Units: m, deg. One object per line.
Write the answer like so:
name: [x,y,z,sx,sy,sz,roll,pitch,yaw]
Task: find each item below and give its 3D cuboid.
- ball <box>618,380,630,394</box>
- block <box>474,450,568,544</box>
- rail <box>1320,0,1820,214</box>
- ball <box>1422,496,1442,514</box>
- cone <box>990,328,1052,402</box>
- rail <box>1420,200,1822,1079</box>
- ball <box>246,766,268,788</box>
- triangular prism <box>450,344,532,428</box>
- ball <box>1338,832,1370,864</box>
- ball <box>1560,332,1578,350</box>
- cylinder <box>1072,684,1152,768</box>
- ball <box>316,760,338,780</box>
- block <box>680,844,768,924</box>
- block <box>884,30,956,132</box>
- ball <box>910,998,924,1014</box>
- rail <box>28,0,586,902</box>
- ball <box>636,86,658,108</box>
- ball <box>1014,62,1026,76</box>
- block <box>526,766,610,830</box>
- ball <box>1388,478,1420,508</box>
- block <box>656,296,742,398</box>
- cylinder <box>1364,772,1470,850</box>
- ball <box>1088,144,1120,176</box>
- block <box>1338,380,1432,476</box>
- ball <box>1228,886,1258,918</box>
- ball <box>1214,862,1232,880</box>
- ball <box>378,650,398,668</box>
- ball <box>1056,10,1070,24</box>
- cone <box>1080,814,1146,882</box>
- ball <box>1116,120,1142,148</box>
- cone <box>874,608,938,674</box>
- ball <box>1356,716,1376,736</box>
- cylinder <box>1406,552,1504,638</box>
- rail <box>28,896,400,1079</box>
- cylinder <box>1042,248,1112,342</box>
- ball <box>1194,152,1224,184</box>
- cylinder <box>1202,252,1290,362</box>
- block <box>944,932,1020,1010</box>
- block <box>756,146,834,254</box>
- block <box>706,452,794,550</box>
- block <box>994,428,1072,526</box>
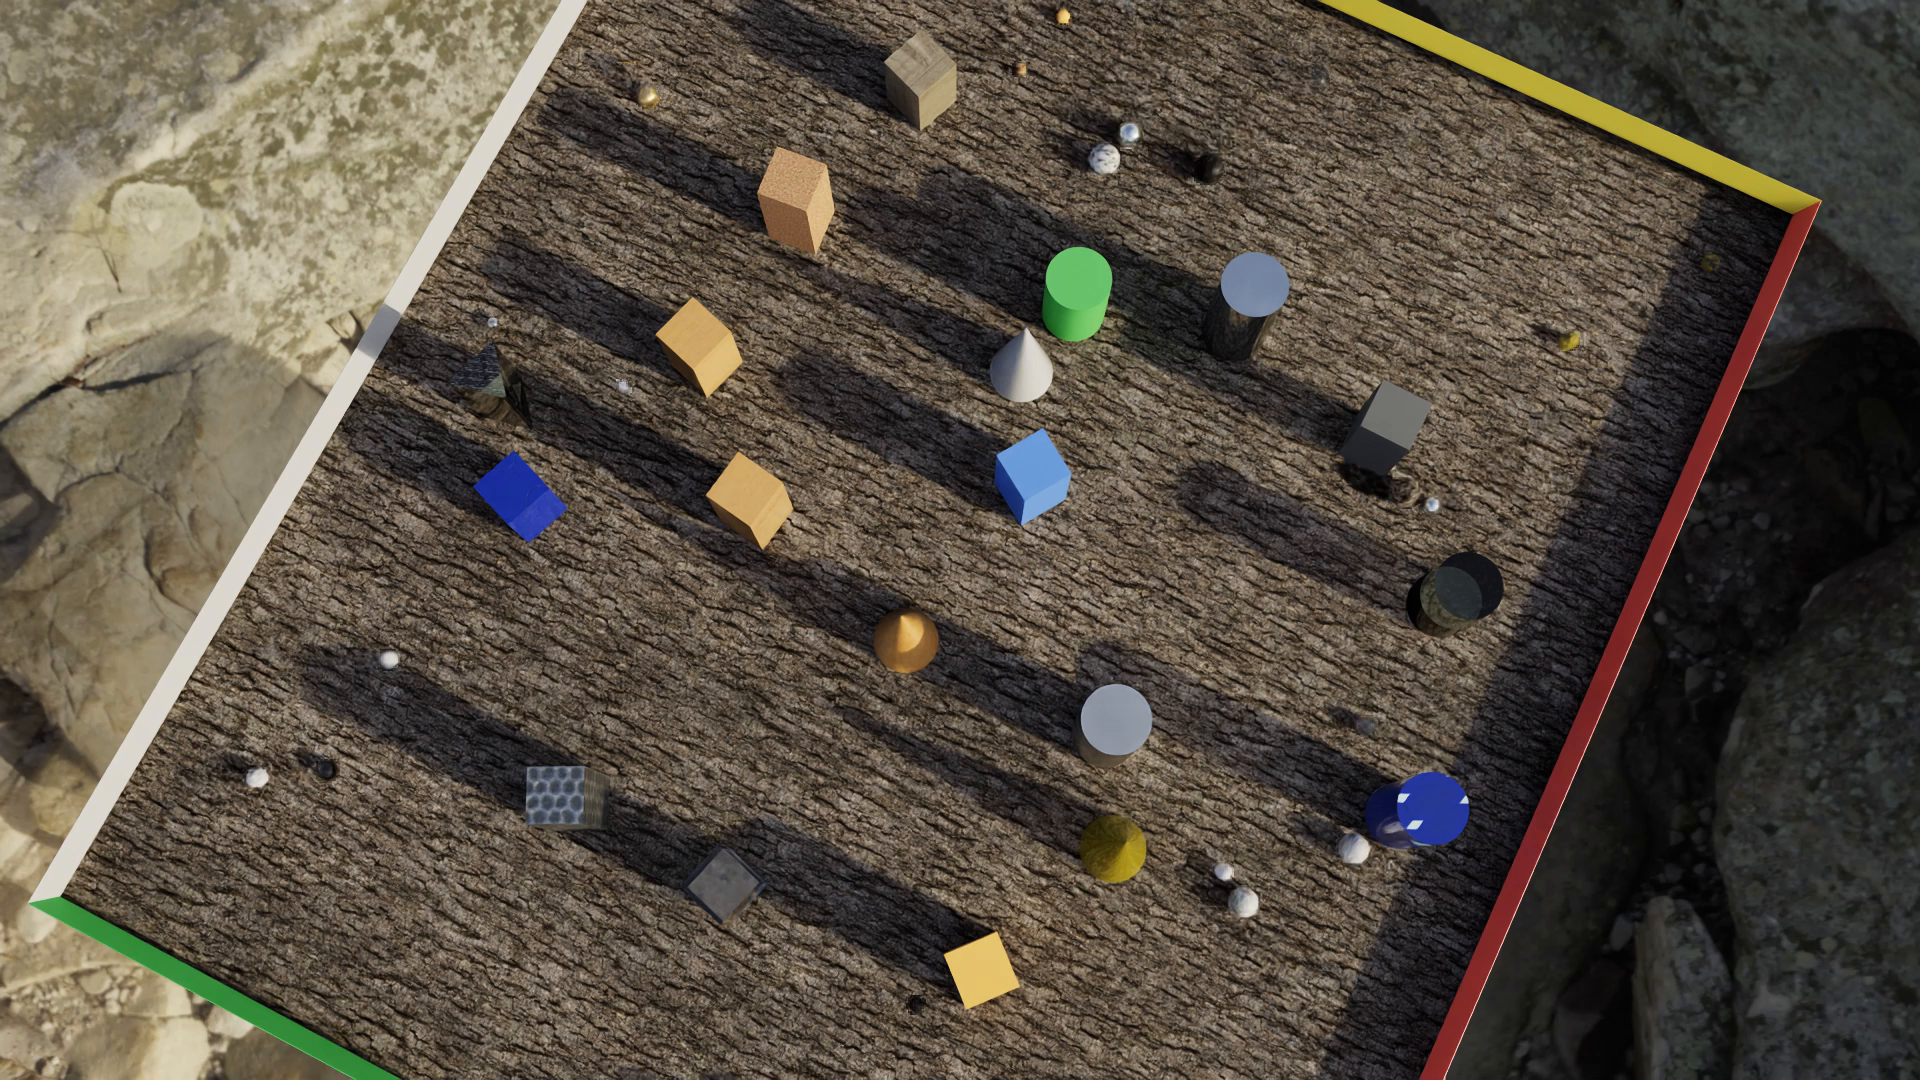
ball: [-1.044,-0.475,5.694,0.041,0.041,0.041,0,78,0]
block: [-1.317,-0.128,5.506,0.159,0.267,0.159,-43,81,-8]
rail: [0.955,-1.864,5.936,3.839,0.129,0.045,26,80,5]
ball: [1.444,-0.106,5.609,0.059,0.059,0.059,0,78,0]
cone: [0.192,-0.570,5.510,0.199,0.439,0.199,0,78,0]
rail: [1.696,0.837,5.376,0.045,0.129,4.319,26,80,5]
ball: [-2.087,0.705,5.439,0.062,0.062,0.062,0,78,0]
triangular prism: [-1.392,-0.474,5.536,0.172,0.350,0.149,15,79,3]
ball: [1.157,0.906,5.383,0.091,0.091,0.091,0,78,0]
ball: [1.902,-0.623,5.717,0.056,0.056,0.056,0,78,0]
cylinder: [0.434,0.541,5.290,0.199,0.421,0.199,0,78,0]
ball: [-1.878,0.685,5.444,0.061,0.061,0.061,0,78,0]
block: [-0.678,0.995,5.286,0.159,0.245,0.159,42,81,8]
block: [-0.123,-1.448,5.785,0.159,0.256,0.159,-43,81,-8]
ball: [-0.125,1.350,5.314,0.045,0.045,0.045,0,78,0]
rail: [-1.696,-0.823,5.720,0.045,0.129,4.319,26,80,5]
ball: [-1.002,-1.423,5.877,0.067,0.067,0.067,0,78,0]
ball: [0.196,-1.518,5.910,0.040,0.040,0.040,0,78,0]
block: [-1.125,0.746,5.271,0.159,0.375,0.159,-1,78,0]
ball: [1.357,-0.145,5.600,0.092,0.092,0.092,0,78,0]
block: [-0.792,-0.584,5.583,0.159,0.303,0.159,42,81,8]
cylinder: [1.302,0.780,5.245,0.199,0.412,0.199,0,78,0]
ball: [0.459,-1.209,5.816,0.099,0.099,0.099,0,78,0]
block: [1.276,-0.333,5.517,0.159,0.331,0.159,28,80,5]
ball: [0.827,1.058,5.352,0.090,0.090,0.090,0,78,0]
ball: [0.775,0.975,5.388,0.052,0.052,0.052,0,78,0]
ball: [-1.720,0.360,5.514,0.056,0.056,0.056,0,78,0]
ball: [0.335,-1.697,5.945,0.045,0.045,0.045,0,78,0]
cone: [0.453,0.868,5.205,0.199,0.454,0.199,0,78,0]
ball: [0.540,-1.292,5.840,0.086,0.086,0.086,0,78,0]
cone: [-0.164,0.257,5.325,0.199,0.467,0.199,0,78,0]
ball: [1.213,0.555,5.473,0.057,0.057,0.057,0,78,0]
cylinder: [1.457,0.165,5.410,0.199,0.337,0.199,0,78,0]
rail: [-0.955,1.878,5.161,3.839,0.129,0.045,26,80,5]
cylinder: [0.356,-0.750,5.617,0.199,0.303,0.199,0,78,0]
ball: [0.790,-1.178,5.811,0.097,0.097,0.097,0,78,0]
cylinder: [0.858,-0.699,5.540,0.199,0.433,0.199,0,78,0]
block: [0.060,1.217,5.198,0.159,0.327,0.159,-22,79,-4]
block: [-0.502,-1.041,5.646,0.159,0.364,0.159,21,79,4]
block: [-0.623,-0.112,5.461,0.159,0.350,0.159,35,80,7]
block: [0.214,-0.185,5.481,0.159,0.340,0.159,-30,80,-6]
